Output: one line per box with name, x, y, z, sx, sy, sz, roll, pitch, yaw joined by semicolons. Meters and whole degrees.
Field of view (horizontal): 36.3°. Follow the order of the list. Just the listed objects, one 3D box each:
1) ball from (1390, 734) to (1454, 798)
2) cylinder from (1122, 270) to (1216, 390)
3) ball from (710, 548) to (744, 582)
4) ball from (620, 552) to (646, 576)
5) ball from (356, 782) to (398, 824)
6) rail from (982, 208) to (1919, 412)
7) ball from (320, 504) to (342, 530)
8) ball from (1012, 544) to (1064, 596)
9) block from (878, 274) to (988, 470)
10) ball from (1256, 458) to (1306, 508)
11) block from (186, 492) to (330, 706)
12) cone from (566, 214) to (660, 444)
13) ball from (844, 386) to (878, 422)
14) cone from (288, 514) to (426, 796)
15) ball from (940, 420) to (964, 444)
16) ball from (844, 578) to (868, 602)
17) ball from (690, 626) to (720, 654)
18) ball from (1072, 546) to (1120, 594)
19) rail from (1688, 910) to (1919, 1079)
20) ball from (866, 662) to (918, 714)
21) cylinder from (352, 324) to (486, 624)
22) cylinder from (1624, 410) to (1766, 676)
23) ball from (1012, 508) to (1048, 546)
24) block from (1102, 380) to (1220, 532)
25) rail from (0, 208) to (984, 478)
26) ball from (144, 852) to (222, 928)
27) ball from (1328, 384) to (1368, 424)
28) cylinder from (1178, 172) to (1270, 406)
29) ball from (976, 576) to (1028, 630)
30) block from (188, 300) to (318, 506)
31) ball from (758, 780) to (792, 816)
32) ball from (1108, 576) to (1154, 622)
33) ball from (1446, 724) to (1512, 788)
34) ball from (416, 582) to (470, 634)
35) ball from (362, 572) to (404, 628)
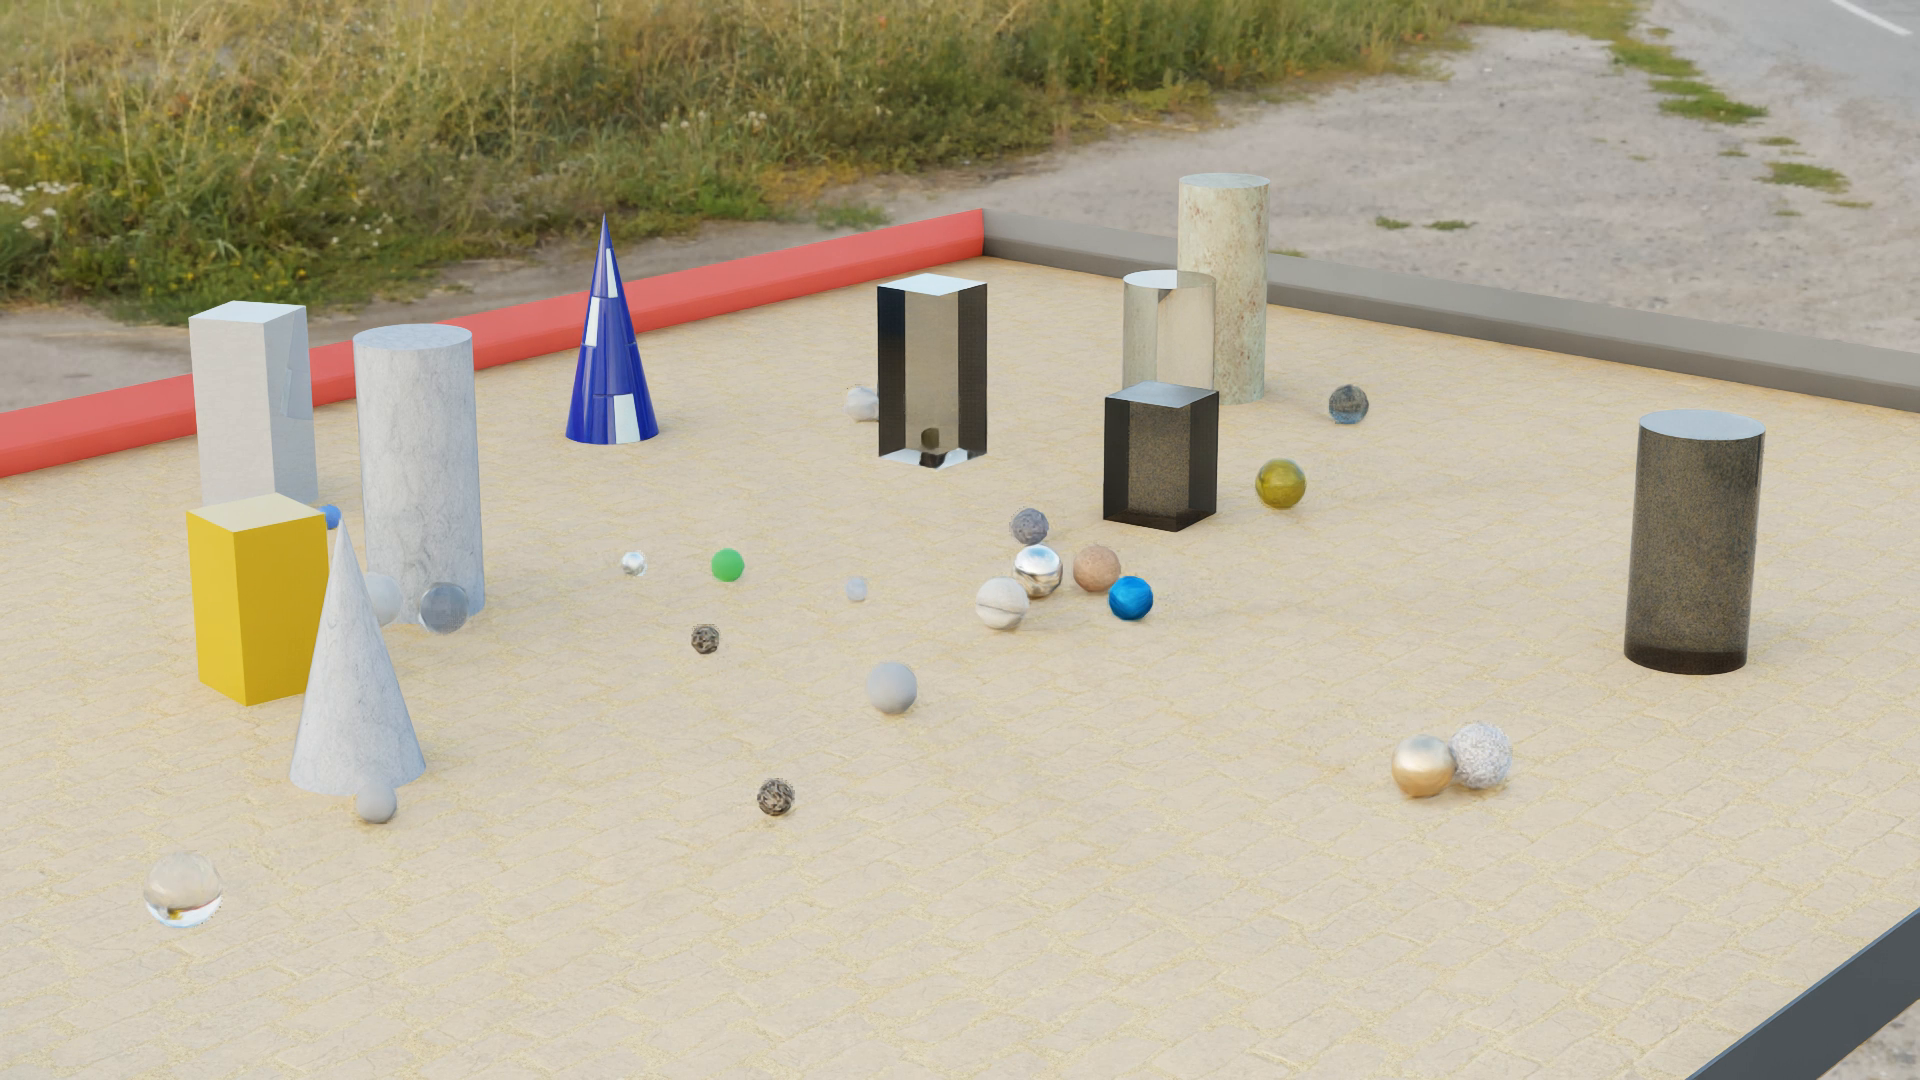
ball;0.665;0.325;4.215;0.092;0.092;0.092;0;17;0
cylinder;0.447;-0.411;6.295;0.198;0.302;0.198;0;17;0
ball;-0.413;0.045;5.203;0.059;0.059;0.059;0;17;0
ball;-0.584;0.043;5.237;0.043;0.043;0.043;0;17;0
ball;-0.821;0.370;4.127;0.058;0.058;0.058;0;17;0
rail;1.517;-0.472;6.792;3.898;0.129;0.045;14;22;39
ball;-1.186;-0.042;5.513;0.047;0.047;0.047;0;17;0
ball;0.136;0.053;5.119;0.091;0.091;0.091;0;17;0
block;-0.056;-0.345;5.979;0.159;0.359;0.159;13;21;36
ball;0.618;-0.110;5.646;0.099;0.099;0.099;0;17;0
block;-1.108;0.092;4.653;0.159;0.285;0.159;-14;22;-38
cone;-0.737;-0.454;6.141;0.198;0.473;0.198;0;17;0
ball;-0.211;-0.292;6.294;0.075;0.075;0.075;0;17;0
cone;-0.889;0.150;4.269;0.198;0.396;0.198;0;17;0
ball;-0.016;-0.226;6.119;0.048;0.048;0.048;0;17;0
ball;-0.180;0.086;5.098;0.041;0.041;0.041;0;17;0
ball;-0.419;0.164;4.826;0.048;0.048;0.048;0;17;0
ball;0.239;0.051;5.139;0.084;0.084;0.084;0;17;0
rail;1.454;0.396;3.911;0.045;0.129;4.674;14;22;39
ball;-0.105;0.230;4.551;0.080;0.080;0.080;0;17;0
cylinder;-0.921;-0.114;5.005;0.198;0.478;0.198;0;17;0
cylinder;1.193;0.002;4.768;0.198;0.392;0.198;0;17;0
ball;0.130;-0.024;5.416;0.068;0.068;0.068;0;17;0
block;0.382;-0.161;5.570;0.159;0.241;0.159;11;20;32
rail;-1.454;-0.332;6.329;0.045;0.129;4.674;14;22;39
ball;-1.003;0.452;3.783;0.099;0.099;0.099;0;17;0
ball;0.831;-0.289;6.267;0.085;0.085;0.085;0;17;0
cylinder;0.577;-0.554;6.461;0.198;0.480;0.198;0;17;0
ball;0.071;0.106;4.946;0.089;0.089;0.089;0;17;0
block;-1.351;-0.249;5.617;0.159;0.384;0.159;5;18;17
ball;-0.262;0.365;4.154;0.050;0.050;0.050;0;17;0
ball;0.291;0.100;4.990;0.077;0.077;0.077;0;17;0
ball;0.751;0.313;4.251;0.095;0.095;0.095;0;17;0
ball;-0.868;0.114;4.923;0.089;0.089;0.089;0;17;0
ball;-0.918;0.094;4.598;0.089;0.089;0.089;0;17;0
